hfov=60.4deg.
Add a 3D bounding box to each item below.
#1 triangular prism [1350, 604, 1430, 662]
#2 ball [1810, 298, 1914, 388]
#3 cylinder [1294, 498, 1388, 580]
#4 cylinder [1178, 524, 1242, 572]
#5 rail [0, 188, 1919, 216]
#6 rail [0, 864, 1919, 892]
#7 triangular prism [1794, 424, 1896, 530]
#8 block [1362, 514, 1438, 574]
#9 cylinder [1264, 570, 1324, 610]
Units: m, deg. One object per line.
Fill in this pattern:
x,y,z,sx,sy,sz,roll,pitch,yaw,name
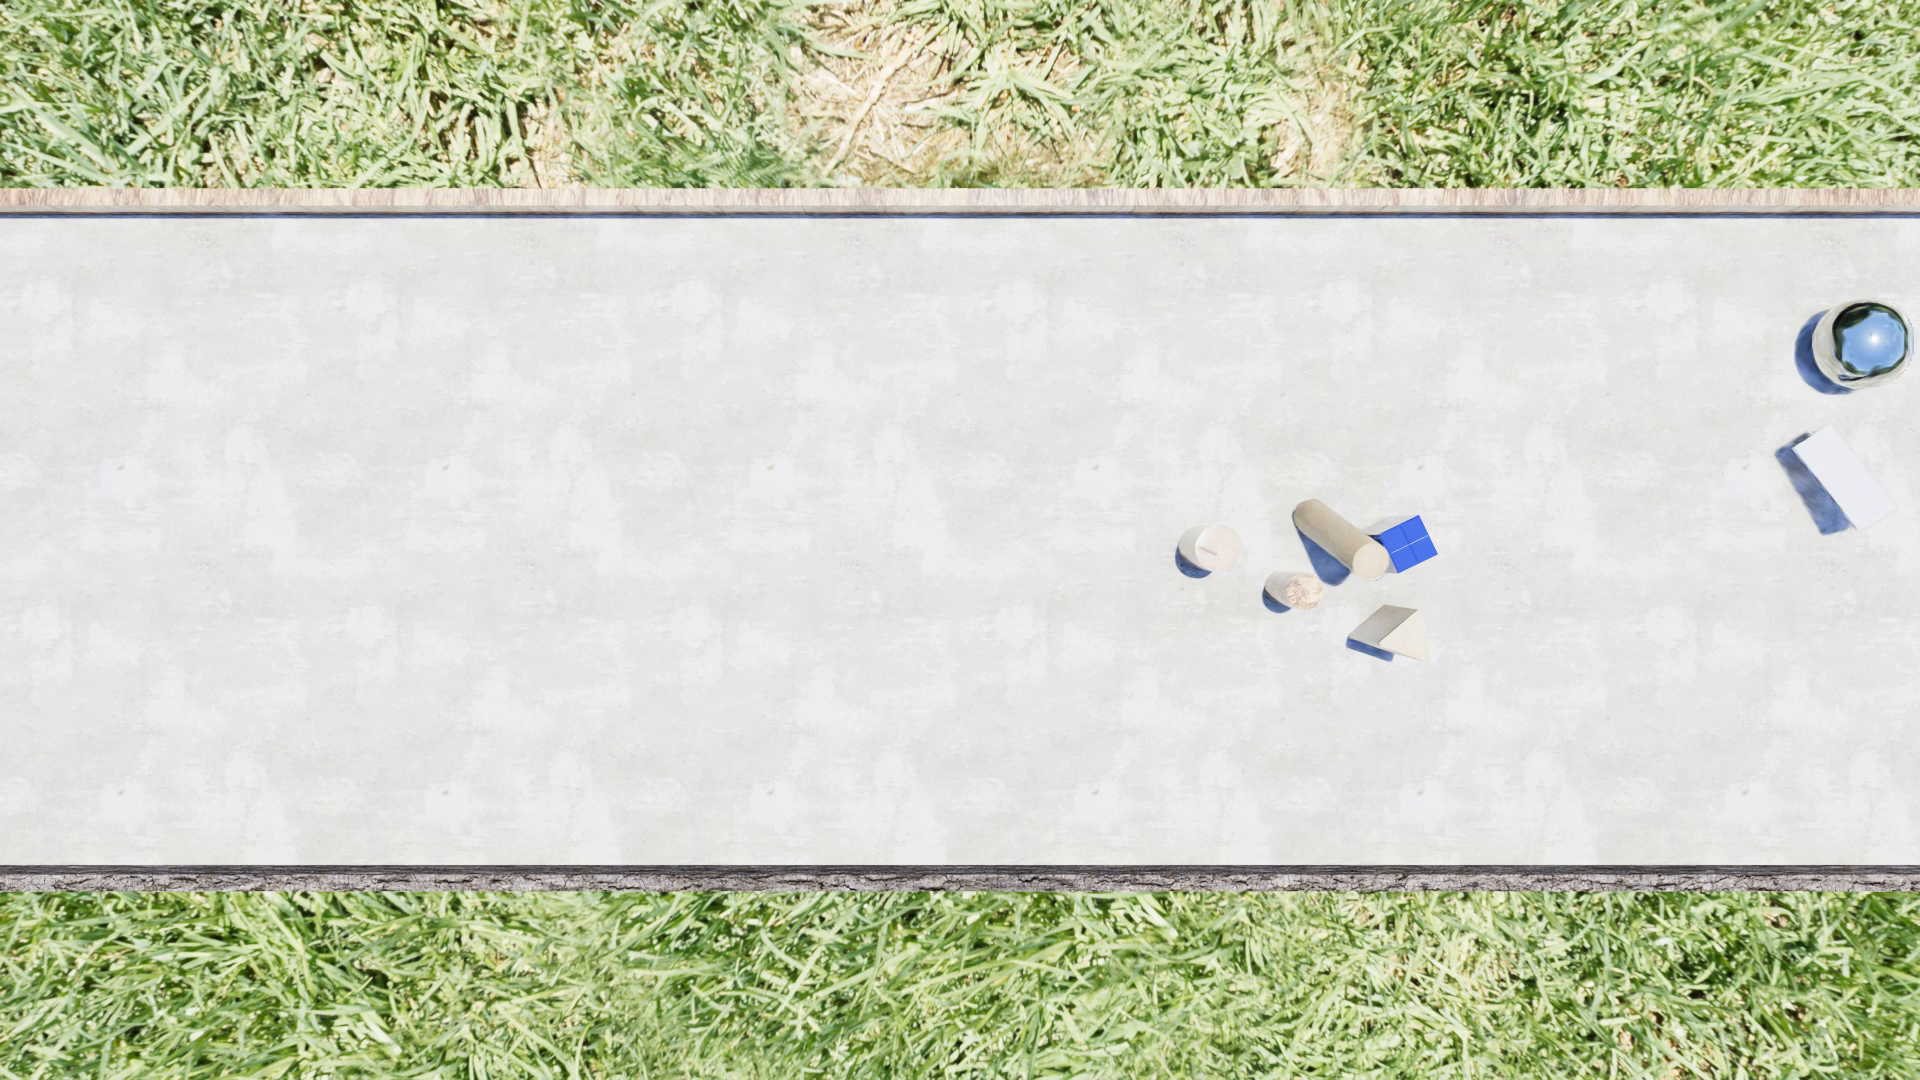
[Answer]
1.288,0.260,4.886,0.151,0.381,0.131,19,90,0,triangular prism
2.701,-0.588,4.942,0.269,0.269,0.269,0,90,0,ball
1.118,-0.007,4.856,0.109,0.431,0.109,-4,109,-11,cylinder
0.738,0.024,4.886,0.135,0.381,0.135,0,90,0,cylinder
-2.247,-1.025,5.002,12.000,0.150,0.050,0,90,0,rail
-2.247,1.025,5.001,12.000,0.150,0.050,0,90,0,rail
2.656,-0.191,4.942,0.113,0.130,0.306,-42,72,34,triangular prism
1.290,0.012,4.908,0.128,0.337,0.128,-26,90,0,block
0.990,0.147,4.906,0.107,0.342,0.107,0,90,0,cylinder
